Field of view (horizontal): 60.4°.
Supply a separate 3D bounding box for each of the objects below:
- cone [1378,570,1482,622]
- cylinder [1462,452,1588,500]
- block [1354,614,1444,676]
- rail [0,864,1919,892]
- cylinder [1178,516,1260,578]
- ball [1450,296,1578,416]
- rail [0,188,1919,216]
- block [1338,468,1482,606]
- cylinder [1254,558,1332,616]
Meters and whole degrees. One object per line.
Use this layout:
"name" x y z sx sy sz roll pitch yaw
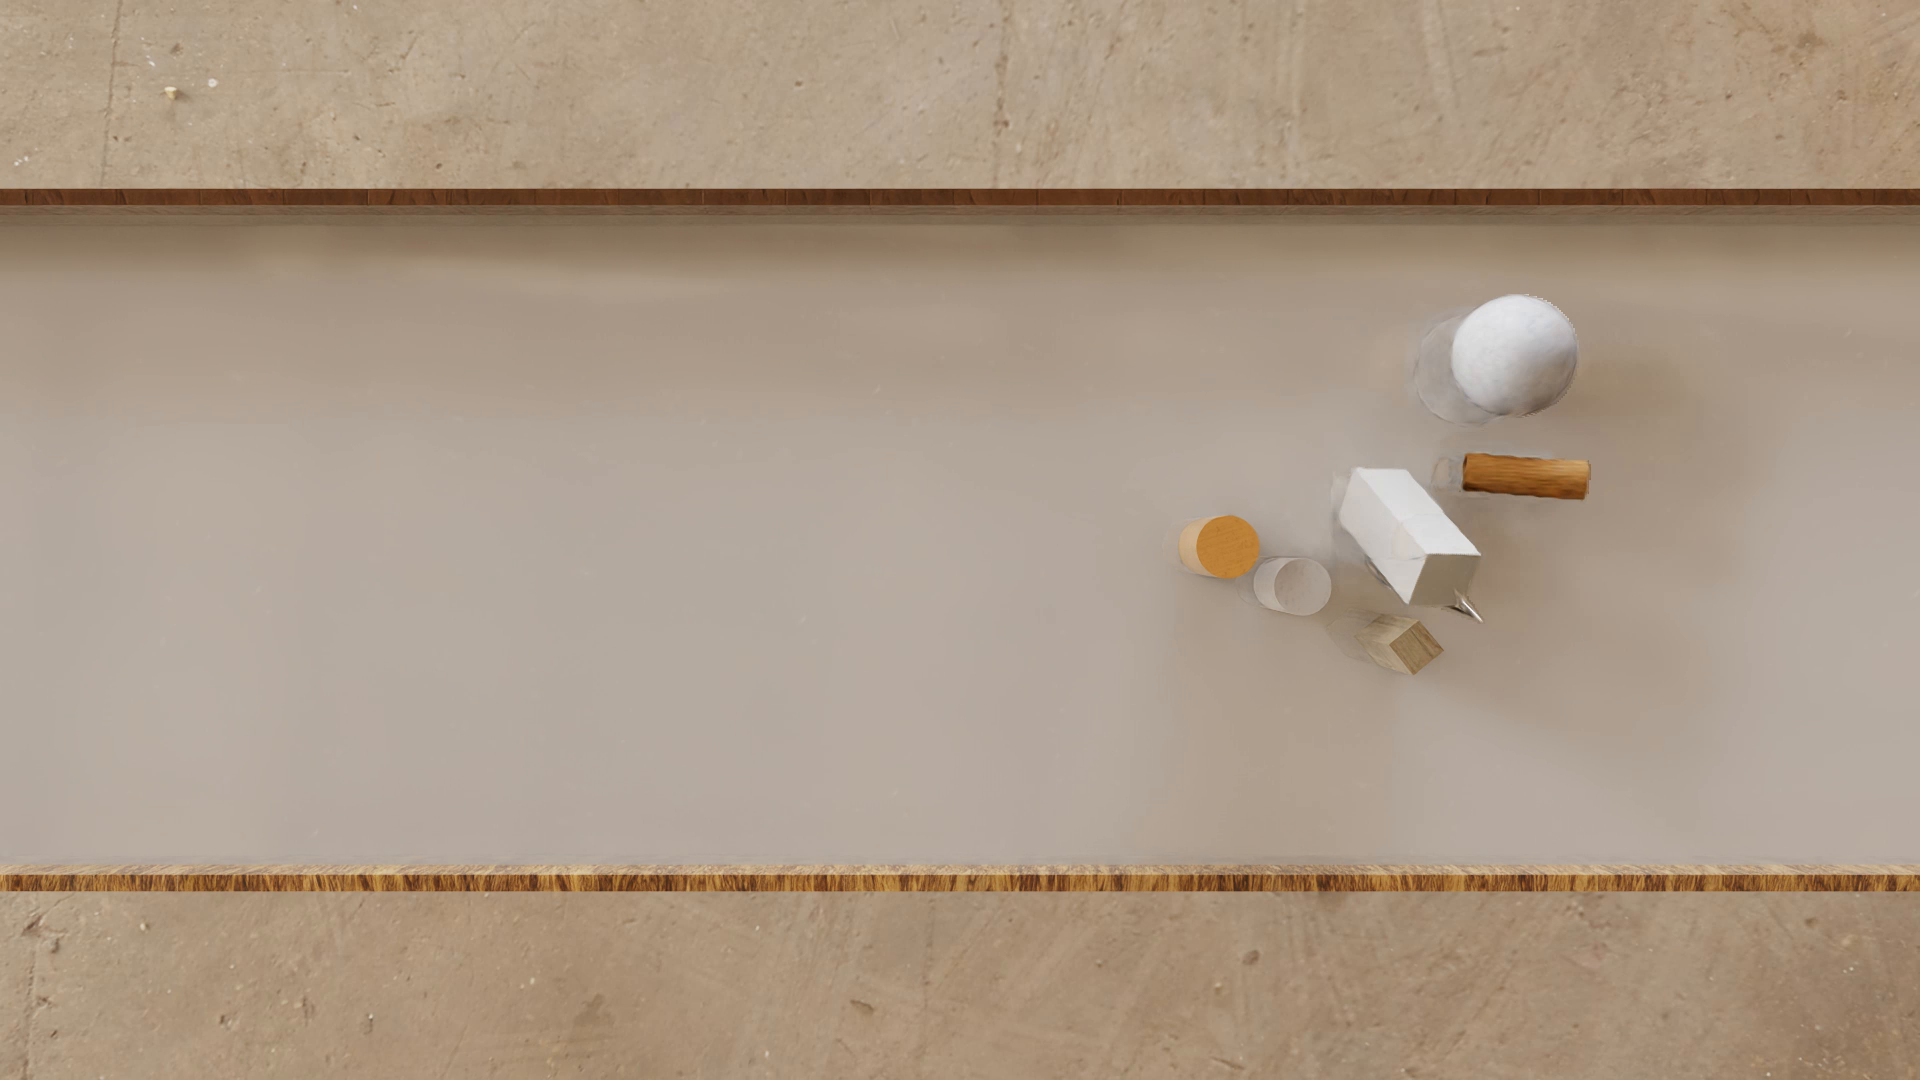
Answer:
"cone" 1.413 0.148 4.839 0.176 0.443 0.176 -6 114 -14
"cylinder" 1.681 -0.189 4.915 0.343 0.114 0.114 6 90 12
"block" 1.292 0.305 4.872 0.112 0.408 0.112 -39 90 0
"rail" -2.247 1.025 5.001 12.000 0.150 0.050 0 90 0
"cylinder" 0.760 0.020 4.879 0.179 0.396 0.179 0 90 0
"ball" 1.636 -0.544 4.880 0.356 0.356 0.356 0 90 0
"rail" -2.247 -1.025 5.002 12.000 0.150 0.050 0 90 0
"block" 1.305 -0.014 4.821 0.174 0.460 0.174 0 123 -17
"cylinder" 0.986 0.135 4.909 0.165 0.335 0.165 0 90 0
